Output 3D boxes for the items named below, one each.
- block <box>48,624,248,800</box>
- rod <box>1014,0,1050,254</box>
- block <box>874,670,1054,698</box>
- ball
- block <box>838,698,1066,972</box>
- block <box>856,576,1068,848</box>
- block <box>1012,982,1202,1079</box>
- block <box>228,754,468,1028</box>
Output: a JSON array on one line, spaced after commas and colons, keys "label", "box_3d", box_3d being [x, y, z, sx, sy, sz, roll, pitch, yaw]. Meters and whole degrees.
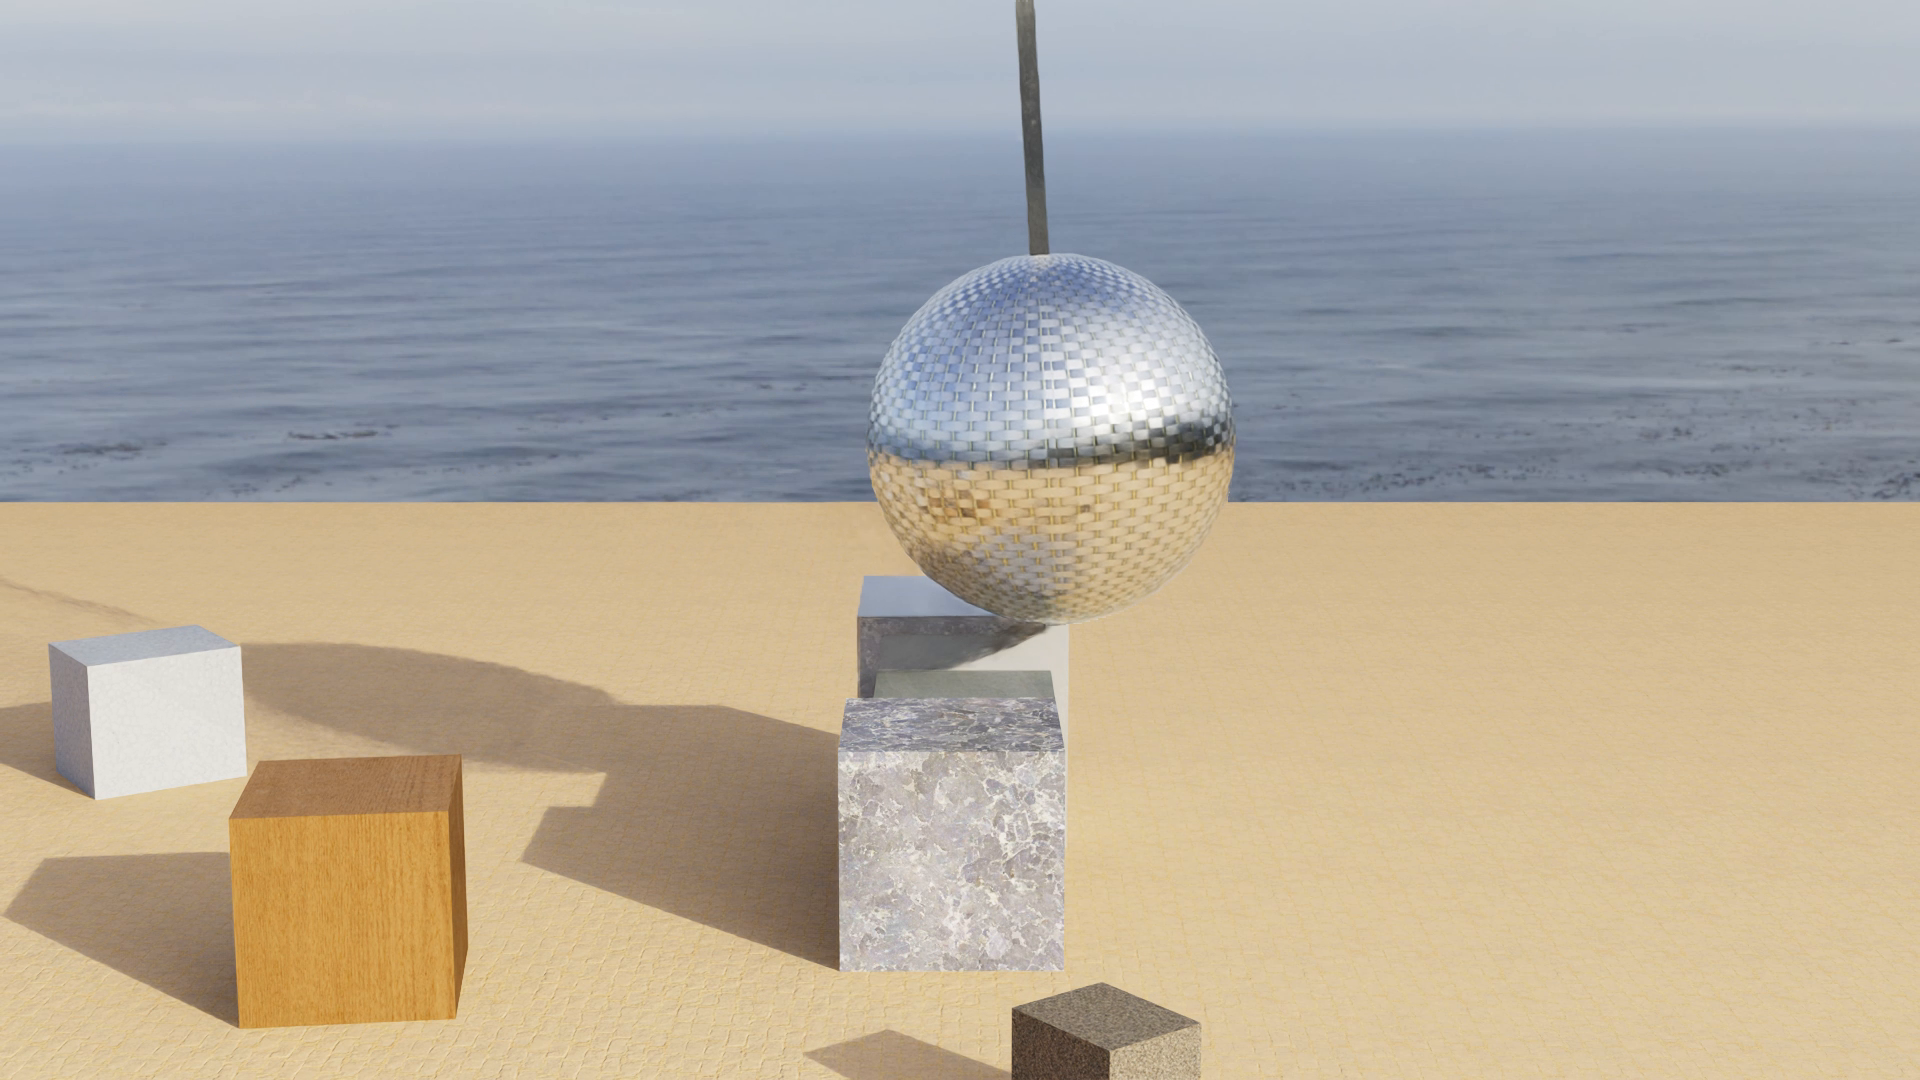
[{"label": "block", "box_3d": [-4.108, 0.857, 12.976, 0.763, 0.670, 0.647, -7, 13, -35]}, {"label": "rod", "box_3d": [0.170, -3.778, 10.493, 0.080, 5.200, 0.080, -4, 10, 1]}, {"label": "block", "box_3d": [0.019, 1.070, 11.339, 0.787, 0.838, 0.743, 0, 10, 0]}, {"label": "ball", "box_3d": [0.391, -0.440, 11.100, 1.600, 1.600, 1.600, 0, 10, 0]}, {"label": "block", "box_3d": [-0.036, 1.189, 10.522, 0.887, 0.896, 0.884, 0, 10, 0]}, {"label": "block", "box_3d": [0.013, 0.794, 12.162, 0.958, 1.085, 0.955, 0, 10, 0]}, {"label": "block", "box_3d": [0.481, 1.786, 8.497, 0.400, 0.446, 0.494, -8, 13, -37]}, {"label": "block", "box_3d": [-2.343, 1.340, 9.929, 0.792, 0.810, 0.820, -1, 10, -7]}]
